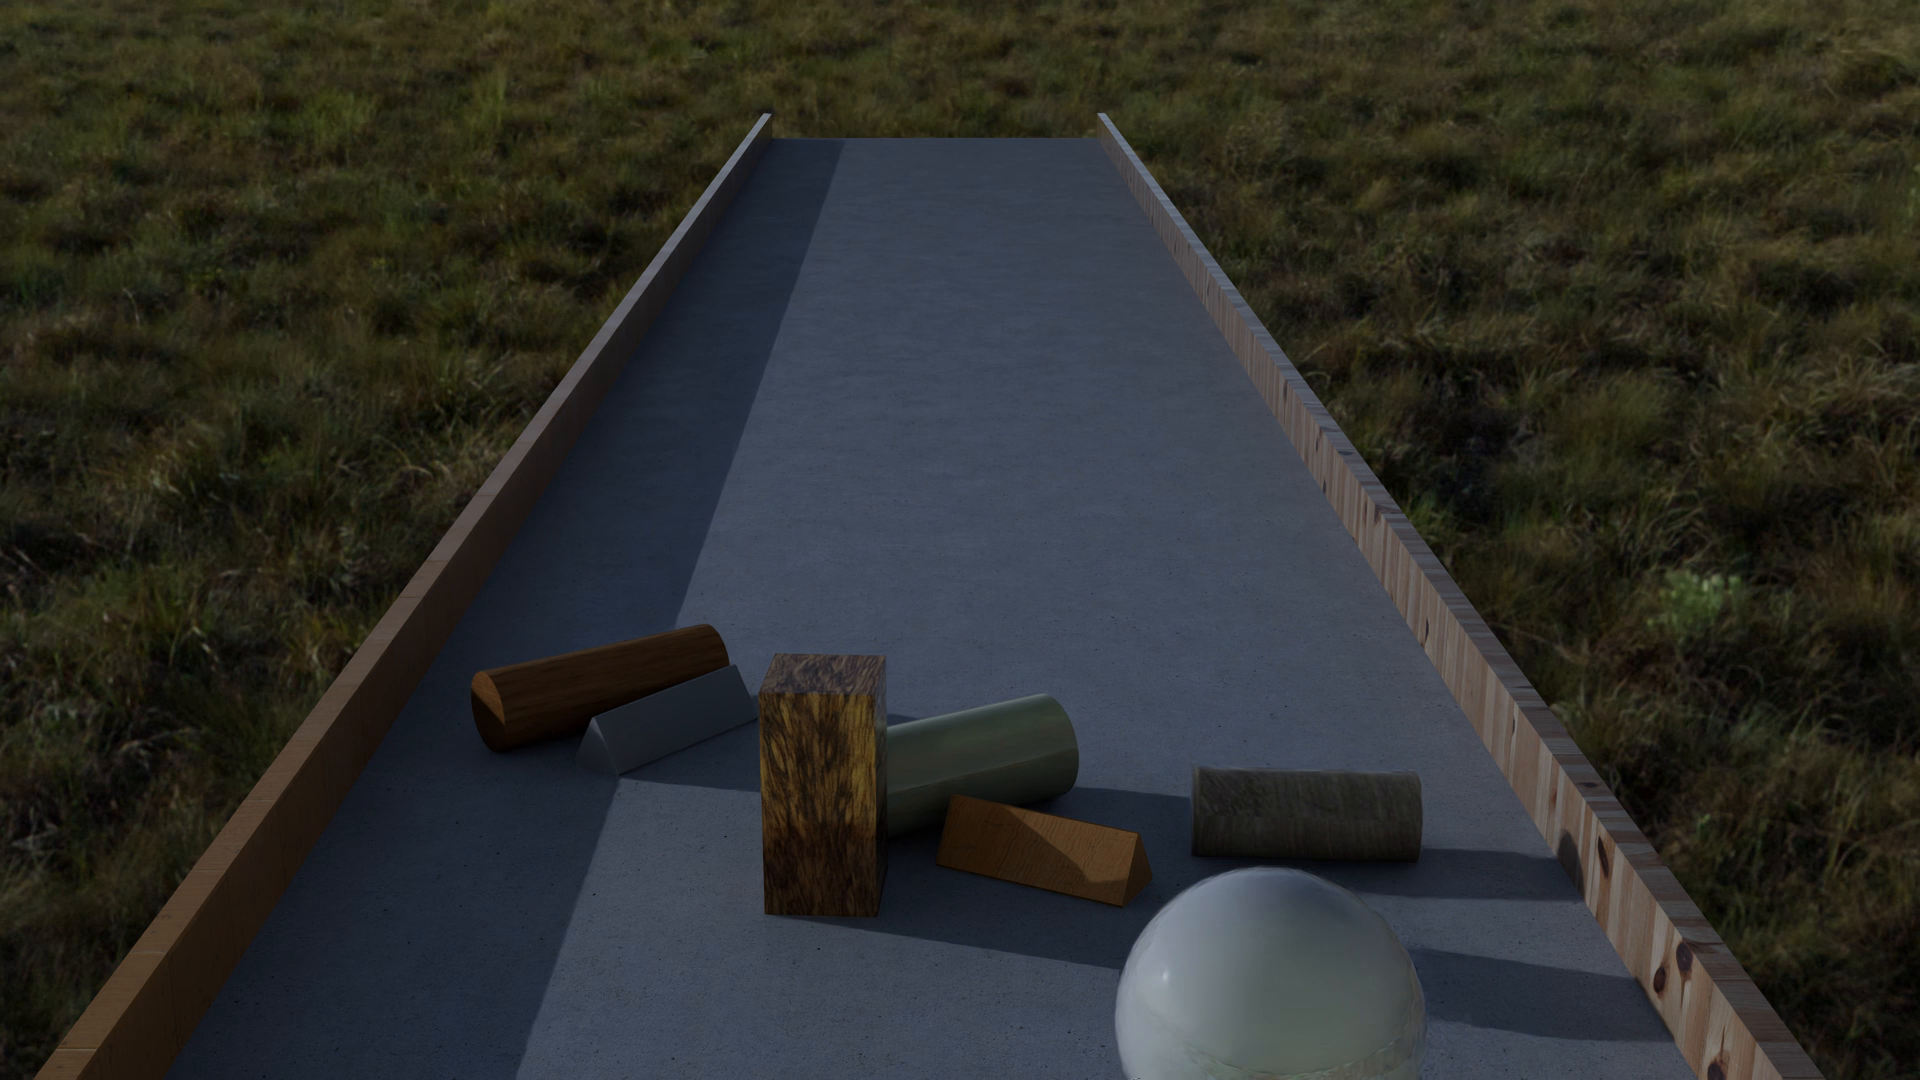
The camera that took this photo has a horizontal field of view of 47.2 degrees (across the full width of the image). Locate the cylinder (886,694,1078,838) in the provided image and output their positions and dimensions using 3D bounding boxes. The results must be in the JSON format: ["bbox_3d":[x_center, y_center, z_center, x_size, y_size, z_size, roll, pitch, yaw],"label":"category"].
[{"bbox_3d":[-0.032,0.380,3.636,0.432,0.178,0.178,-10,19,-30],"label":"cylinder"}]

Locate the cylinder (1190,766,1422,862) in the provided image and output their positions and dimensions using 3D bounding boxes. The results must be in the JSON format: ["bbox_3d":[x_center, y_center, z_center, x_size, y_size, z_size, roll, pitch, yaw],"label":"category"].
[{"bbox_3d":[0.549,0.437,3.512,0.355,0.141,0.141,1,17,4],"label":"cylinder"}]

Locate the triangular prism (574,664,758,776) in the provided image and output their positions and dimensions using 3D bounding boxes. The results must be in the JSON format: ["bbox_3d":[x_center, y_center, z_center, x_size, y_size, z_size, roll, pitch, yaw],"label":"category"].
[{"bbox_3d":[-0.530,0.316,3.985,0.111,0.096,0.352,12,21,37],"label":"triangular prism"}]

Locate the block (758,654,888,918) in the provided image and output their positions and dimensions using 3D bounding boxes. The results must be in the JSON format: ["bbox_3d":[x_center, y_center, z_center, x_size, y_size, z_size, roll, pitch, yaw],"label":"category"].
[{"bbox_3d":[-0.205,0.372,3.350,0.171,0.357,0.171,1,17,4],"label":"block"}]

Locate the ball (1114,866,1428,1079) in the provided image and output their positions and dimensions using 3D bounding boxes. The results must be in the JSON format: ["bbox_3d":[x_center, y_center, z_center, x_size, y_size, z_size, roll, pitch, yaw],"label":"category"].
[{"bbox_3d":[0.371,0.578,2.633,0.371,0.371,0.371,0,17,0],"label":"ball"}]

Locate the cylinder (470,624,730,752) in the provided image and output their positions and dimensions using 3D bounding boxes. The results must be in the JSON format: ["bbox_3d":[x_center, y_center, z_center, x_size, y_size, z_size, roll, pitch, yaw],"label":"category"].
[{"bbox_3d":[-0.660,0.269,4.064,0.456,0.147,0.147,-12,20,-34],"label":"cylinder"}]

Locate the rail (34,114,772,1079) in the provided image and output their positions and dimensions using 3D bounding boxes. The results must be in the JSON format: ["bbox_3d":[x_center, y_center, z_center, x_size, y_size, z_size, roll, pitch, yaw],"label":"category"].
[{"bbox_3d":[-1.118,-0.838,7.780,0.050,0.150,12.000,0,17,-1],"label":"rail"}]

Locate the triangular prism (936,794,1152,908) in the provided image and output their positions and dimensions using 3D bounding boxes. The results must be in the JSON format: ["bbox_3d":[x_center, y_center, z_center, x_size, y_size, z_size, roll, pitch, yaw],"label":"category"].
[{"bbox_3d":[0.131,0.474,3.447,0.323,0.100,0.116,9,19,27],"label":"triangular prism"}]

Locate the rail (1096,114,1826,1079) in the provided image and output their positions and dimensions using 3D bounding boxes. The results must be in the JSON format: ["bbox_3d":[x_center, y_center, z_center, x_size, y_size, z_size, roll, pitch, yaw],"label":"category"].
[{"bbox_3d":[0.932,-0.844,7.801,0.050,0.150,12.000,0,17,-1],"label":"rail"}]
